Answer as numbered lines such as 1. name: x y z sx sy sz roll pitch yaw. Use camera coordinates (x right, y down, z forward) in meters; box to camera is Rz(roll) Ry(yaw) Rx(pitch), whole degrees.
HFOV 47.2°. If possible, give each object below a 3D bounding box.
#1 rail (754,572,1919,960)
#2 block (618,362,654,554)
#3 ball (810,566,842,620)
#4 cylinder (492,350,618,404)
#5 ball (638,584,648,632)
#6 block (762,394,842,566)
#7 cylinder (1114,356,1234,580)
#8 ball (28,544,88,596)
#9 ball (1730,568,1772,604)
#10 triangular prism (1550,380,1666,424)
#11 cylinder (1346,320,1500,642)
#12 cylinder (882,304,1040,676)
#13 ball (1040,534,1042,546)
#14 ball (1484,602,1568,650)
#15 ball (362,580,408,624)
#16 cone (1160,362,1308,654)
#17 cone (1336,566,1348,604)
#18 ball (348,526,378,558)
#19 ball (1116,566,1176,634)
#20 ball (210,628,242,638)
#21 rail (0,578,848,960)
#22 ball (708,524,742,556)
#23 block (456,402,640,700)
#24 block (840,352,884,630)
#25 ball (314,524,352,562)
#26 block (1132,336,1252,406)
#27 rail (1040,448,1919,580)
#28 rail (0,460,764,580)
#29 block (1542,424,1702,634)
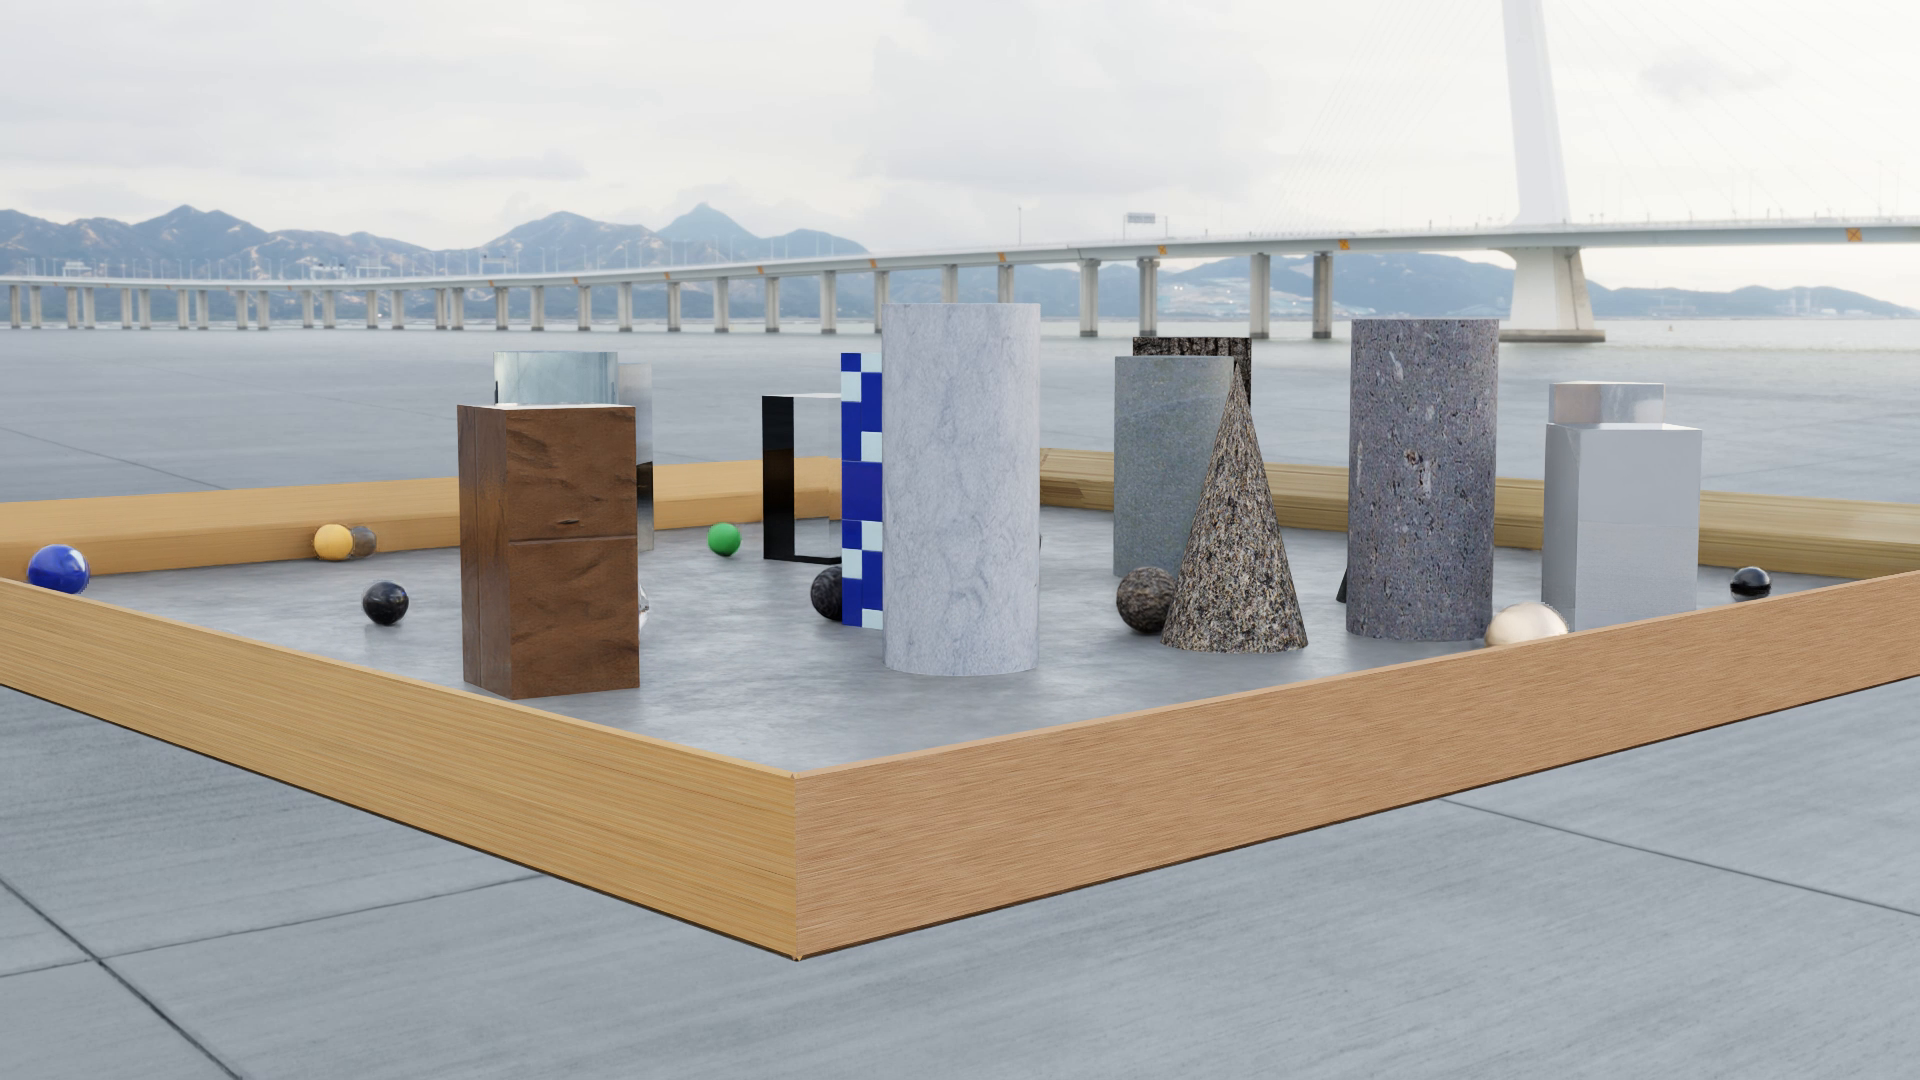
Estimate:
1. rail: 0.849 0.129 2.416 2.661 0.129 0.045 -5 8 -42
2. block: -0.673 -0.150 4.050 0.159 0.348 0.159 2 6 18
3. ball: -0.177 0.077 3.176 0.077 0.077 0.077 0 6 0
4. cylinder: -0.654 -0.116 3.578 0.199 0.379 0.199 0 6 0
5. ball: -0.466 0.091 2.948 0.096 0.096 0.096 0 6 0
6. block: -0.242 -0.113 3.960 0.159 0.294 0.159 5 8 38
7. cylinder: 0.359 -0.125 3.708 0.199 0.368 0.199 0 6 0
8. ball: -1.393 0.049 3.395 0.087 0.087 0.087 0 6 0
9. ball: 1.195 0.071 3.323 0.059 0.059 0.059 0 6 0
10. triangular prism: 0.980 -0.077 3.415 0.172 0.335 0.149 0 6 0
11. cylinder: 0.640 -0.088 3.047 0.199 0.433 0.199 0 6 0
12. cylinder: 0.001 -0.070 2.770 0.199 0.453 0.199 0 6 0
13. ball: 0.101 0.000 3.877 0.086 0.086 0.086 0 6 0
14. ball: 0.675 0.124 2.617 0.100 0.100 0.100 0 6 0
15. ball: -0.817 0.089 3.128 0.064 0.064 0.064 0 6 0
16. cone: 0.370 -0.051 2.948 0.199 0.379 0.199 0 6 0
17. cone: 0.681 -0.057 3.379 0.199 0.302 0.199 0 6 0
18. ball: -1.083 0.004 3.974 0.058 0.058 0.058 0 6 0
19. ball: 0.263 0.083 3.048 0.092 0.092 0.092 0 6 0
20. ball: -0.898 0.137 2.667 0.063 0.063 0.063 0 6 0
21. rail: -0.960 0.125 2.451 0.045 0.129 2.552 -5 8 -42
22. ball: -0.427 0.000 3.997 0.060 0.060 0.060 0 6 0
23. block: -0.490 0.007 2.616 0.159 0.333 0.159 -4 7 -32
24. block: -0.055 -0.072 3.123 0.159 0.386 0.159 5 8 39
25. ball: -1.118 0.005 3.921 0.067 0.067 0.067 0 6 0
26. block: 0.418 -0.169 3.992 0.159 0.397 0.159 -2 6 -20
27. rail: 0.960 -0.058 4.213 0.045 0.129 2.552 -5 8 -42
28. rail: -0.849 -0.062 4.247 2.661 0.129 0.045 -5 8 -42
29. block: 0.885 -0.007 2.955 0.159 0.291 0.159 0 6 -1
